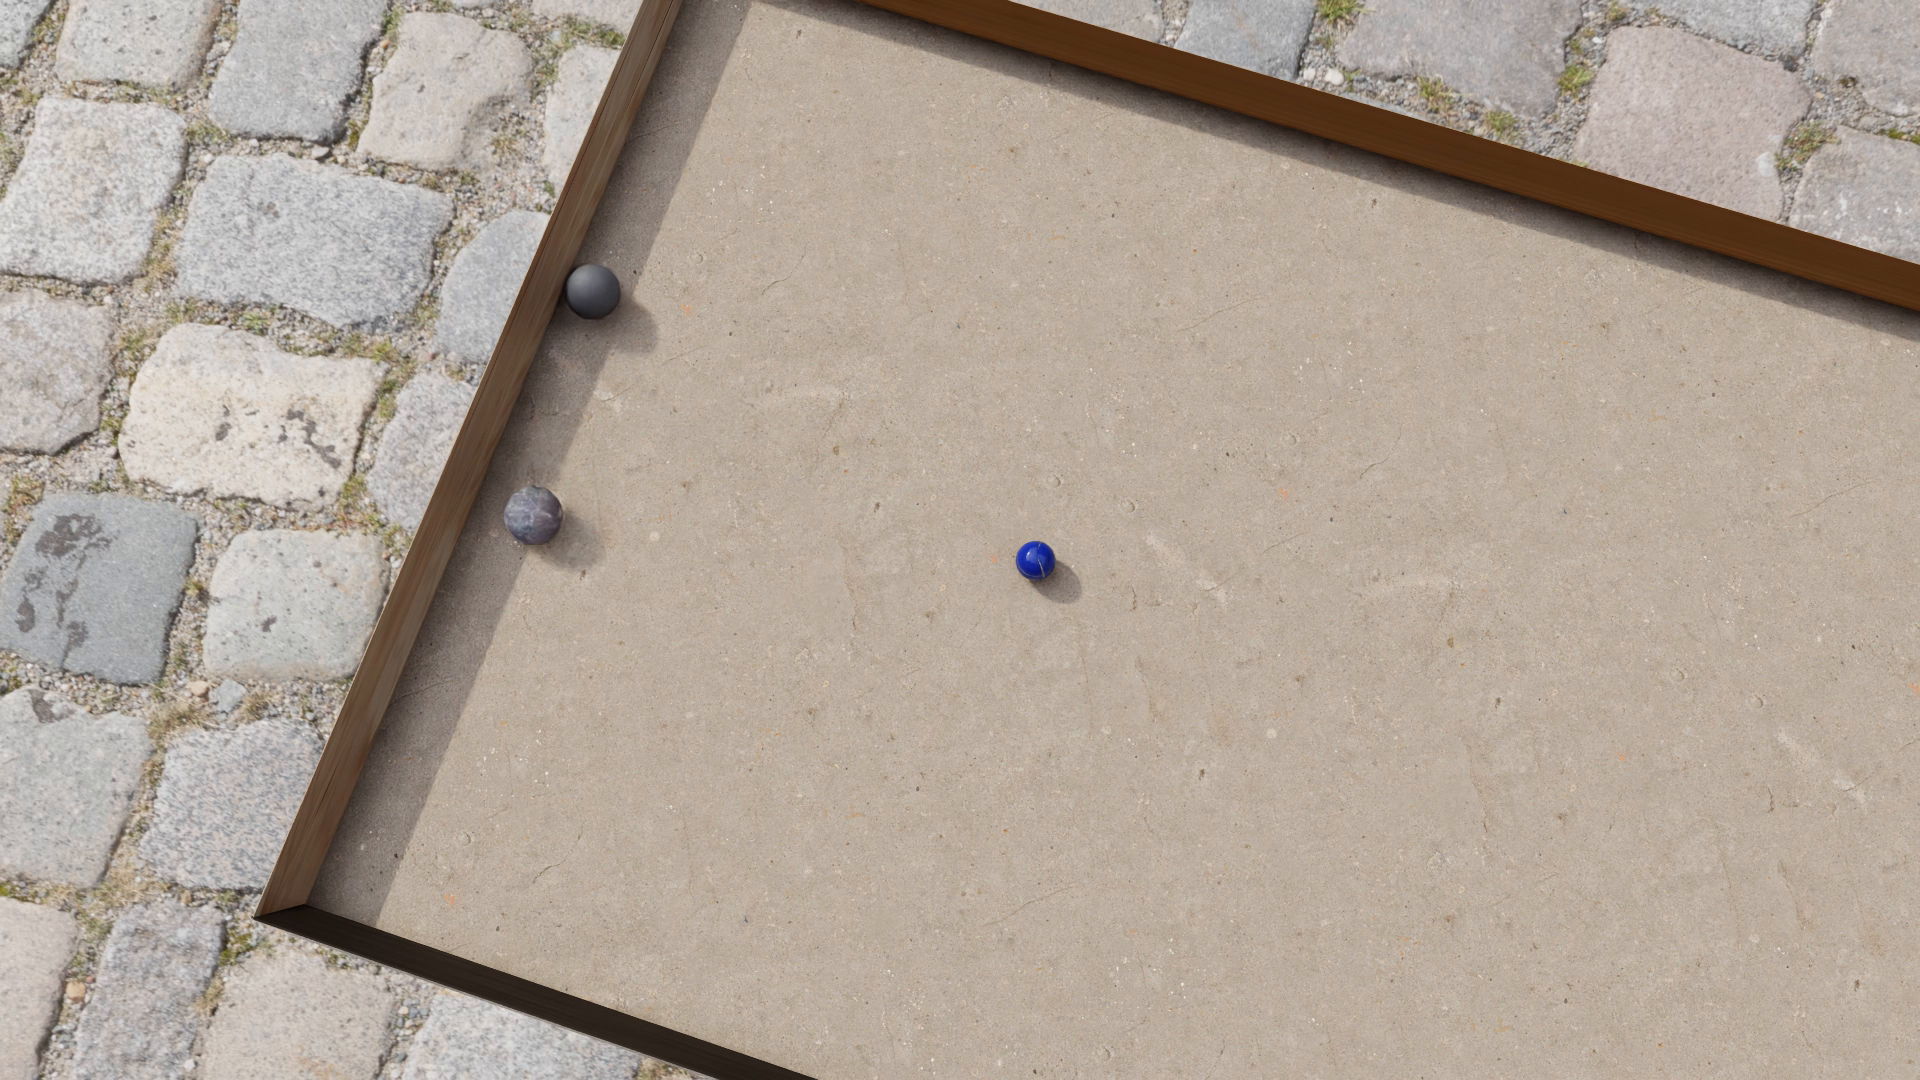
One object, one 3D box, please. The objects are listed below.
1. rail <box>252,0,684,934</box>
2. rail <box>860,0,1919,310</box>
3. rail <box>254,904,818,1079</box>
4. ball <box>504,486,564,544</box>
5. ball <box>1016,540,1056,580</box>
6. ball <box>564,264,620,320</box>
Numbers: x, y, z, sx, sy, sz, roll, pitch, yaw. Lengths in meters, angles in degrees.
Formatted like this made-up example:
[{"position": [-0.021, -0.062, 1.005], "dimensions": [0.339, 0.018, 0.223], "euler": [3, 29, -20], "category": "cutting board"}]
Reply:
[{"position": [-0.713, -0.231, 3.440], "dimensions": [0.045, 0.115, 1.758], "euler": [17, 73, 5], "category": "rail"}, {"position": [1.004, -0.549, 3.541], "dimensions": [3.098, 0.115, 0.045], "euler": [17, 73, 5], "category": "rail"}, {"position": [0.467, 1.000, 3.051], "dimensions": [3.098, 0.115, 0.045], "euler": [17, 73, 5], "category": "rail"}, {"position": [-0.658, -0.039, 3.394], "dimensions": [0.089, 0.089, 0.089], "euler": [0, 72, 0], "category": "ball"}, {"position": [0.116, 0.032, 3.386], "dimensions": [0.062, 0.062, 0.062], "euler": [0, 72, 0], "category": "ball"}, {"position": [-0.586, -0.396, 3.507], "dimensions": [0.089, 0.089, 0.089], "euler": [0, 72, 0], "category": "ball"}]
